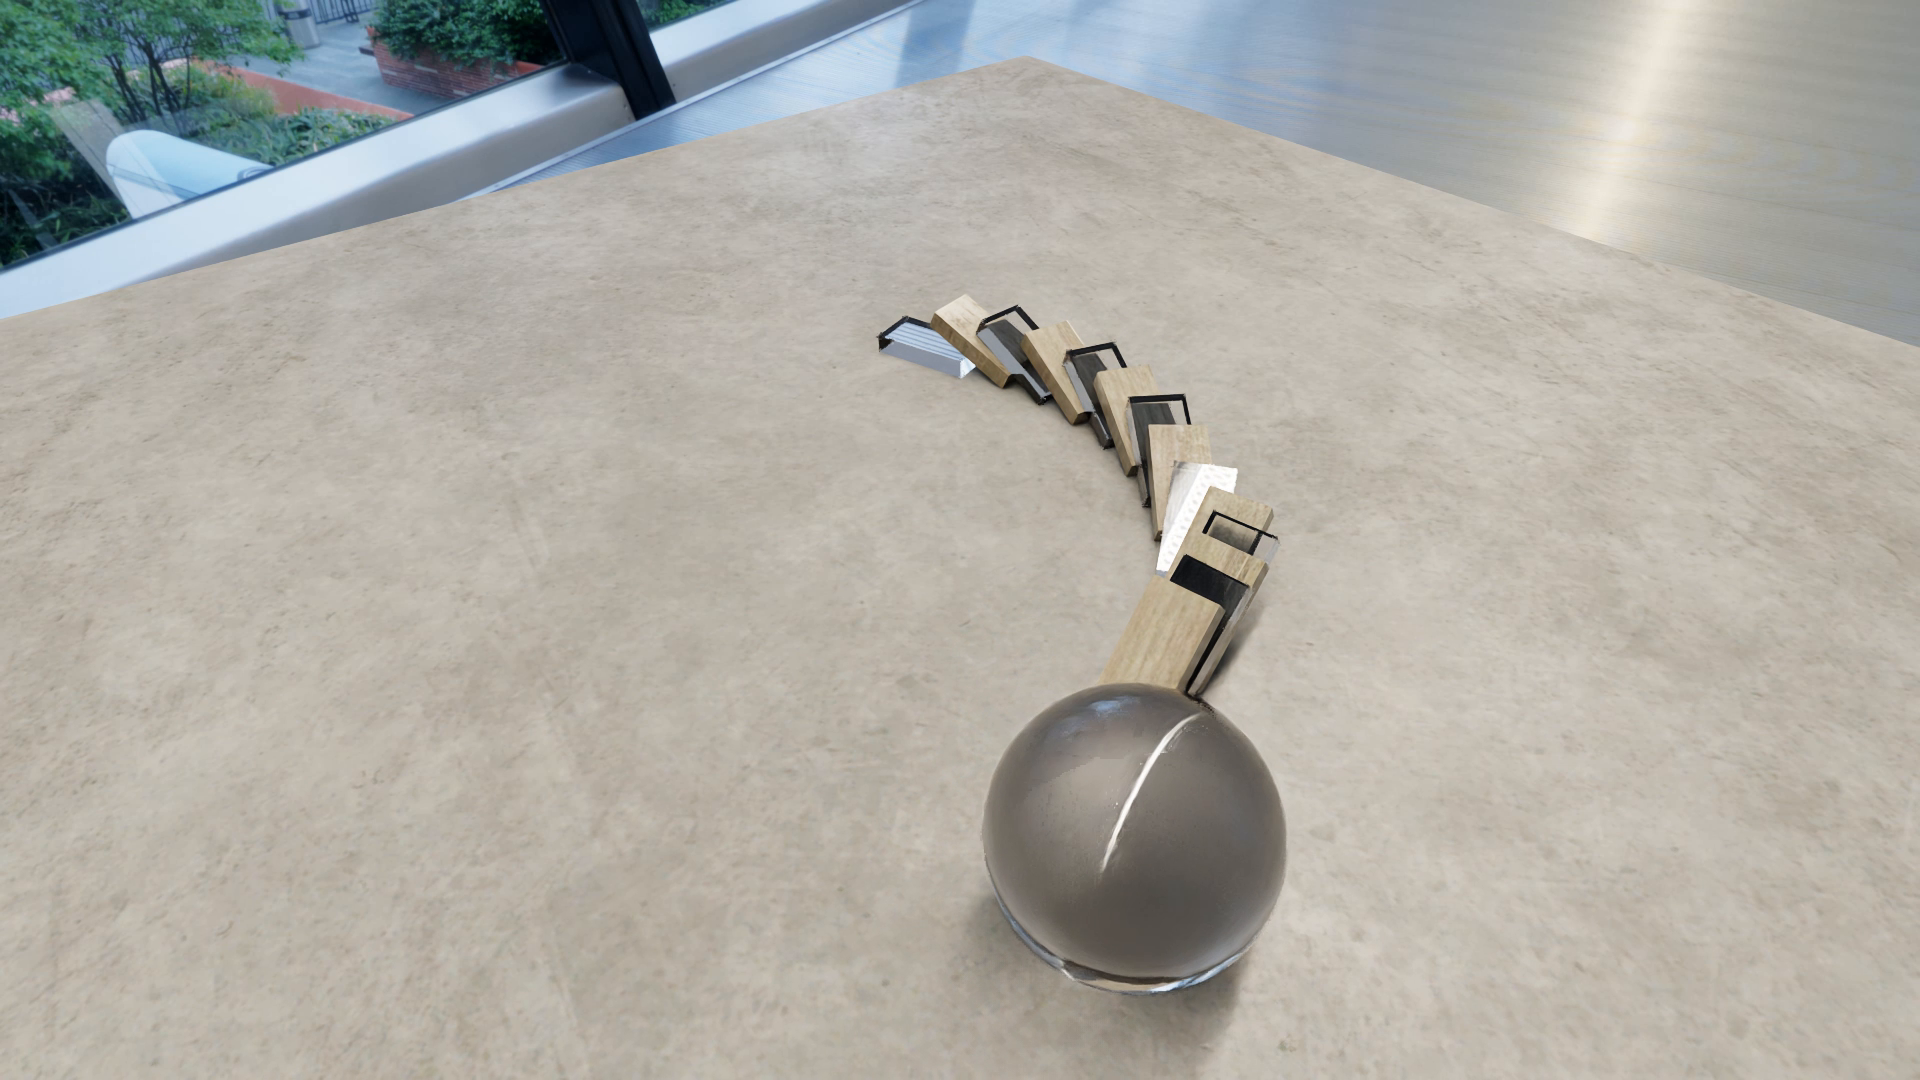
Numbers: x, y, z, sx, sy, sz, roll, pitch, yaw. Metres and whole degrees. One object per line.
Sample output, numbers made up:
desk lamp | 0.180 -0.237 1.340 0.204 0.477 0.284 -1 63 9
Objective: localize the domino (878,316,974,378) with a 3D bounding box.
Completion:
domino | -0.014 -0.100 0.565 0.050 0.010 0.025 21 44 24

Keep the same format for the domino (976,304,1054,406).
domino | 0.034 -0.091 0.539 0.025 0.009 0.050 -29 72 -31

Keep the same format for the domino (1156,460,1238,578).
domino | 0.094 -0.006 0.436 0.025 0.010 0.050 9 64 11

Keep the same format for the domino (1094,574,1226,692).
domino | 0.066 0.040 0.371 0.025 0.009 0.050 27 87 29

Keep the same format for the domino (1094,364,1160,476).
domino | 0.080 -0.054 0.494 0.025 0.009 0.050 -10 65 -12

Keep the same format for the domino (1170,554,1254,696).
domino | 0.077 0.033 0.379 0.025 0.010 0.050 29 88 29

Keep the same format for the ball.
ball | 0.046 0.078 0.293 0.080 0.080 0.080 0 39 0

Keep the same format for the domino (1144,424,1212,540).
domino | 0.092 -0.024 0.457 0.025 0.009 0.050 0 64 -1

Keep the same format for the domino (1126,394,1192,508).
domino | 0.088 -0.039 0.476 0.025 0.009 0.050 -4 64 -5

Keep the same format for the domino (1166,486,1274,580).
domino | 0.096 0.007 0.414 0.025 0.010 0.050 23 79 26

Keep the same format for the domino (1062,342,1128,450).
domino | 0.069 -0.068 0.511 0.025 0.009 0.050 -14 65 -16

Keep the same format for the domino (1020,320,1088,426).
domino | 0.053 -0.080 0.526 0.025 0.009 0.050 -21 68 -24

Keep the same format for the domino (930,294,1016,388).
domino | 0.012 -0.100 0.551 0.050 0.009 0.025 42 52 11

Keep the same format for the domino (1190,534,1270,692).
domino | 0.085 0.026 0.388 0.025 0.010 0.050 28 87 29

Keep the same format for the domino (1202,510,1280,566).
domino | 0.092 0.017 0.398 0.025 0.009 0.050 27 87 28
